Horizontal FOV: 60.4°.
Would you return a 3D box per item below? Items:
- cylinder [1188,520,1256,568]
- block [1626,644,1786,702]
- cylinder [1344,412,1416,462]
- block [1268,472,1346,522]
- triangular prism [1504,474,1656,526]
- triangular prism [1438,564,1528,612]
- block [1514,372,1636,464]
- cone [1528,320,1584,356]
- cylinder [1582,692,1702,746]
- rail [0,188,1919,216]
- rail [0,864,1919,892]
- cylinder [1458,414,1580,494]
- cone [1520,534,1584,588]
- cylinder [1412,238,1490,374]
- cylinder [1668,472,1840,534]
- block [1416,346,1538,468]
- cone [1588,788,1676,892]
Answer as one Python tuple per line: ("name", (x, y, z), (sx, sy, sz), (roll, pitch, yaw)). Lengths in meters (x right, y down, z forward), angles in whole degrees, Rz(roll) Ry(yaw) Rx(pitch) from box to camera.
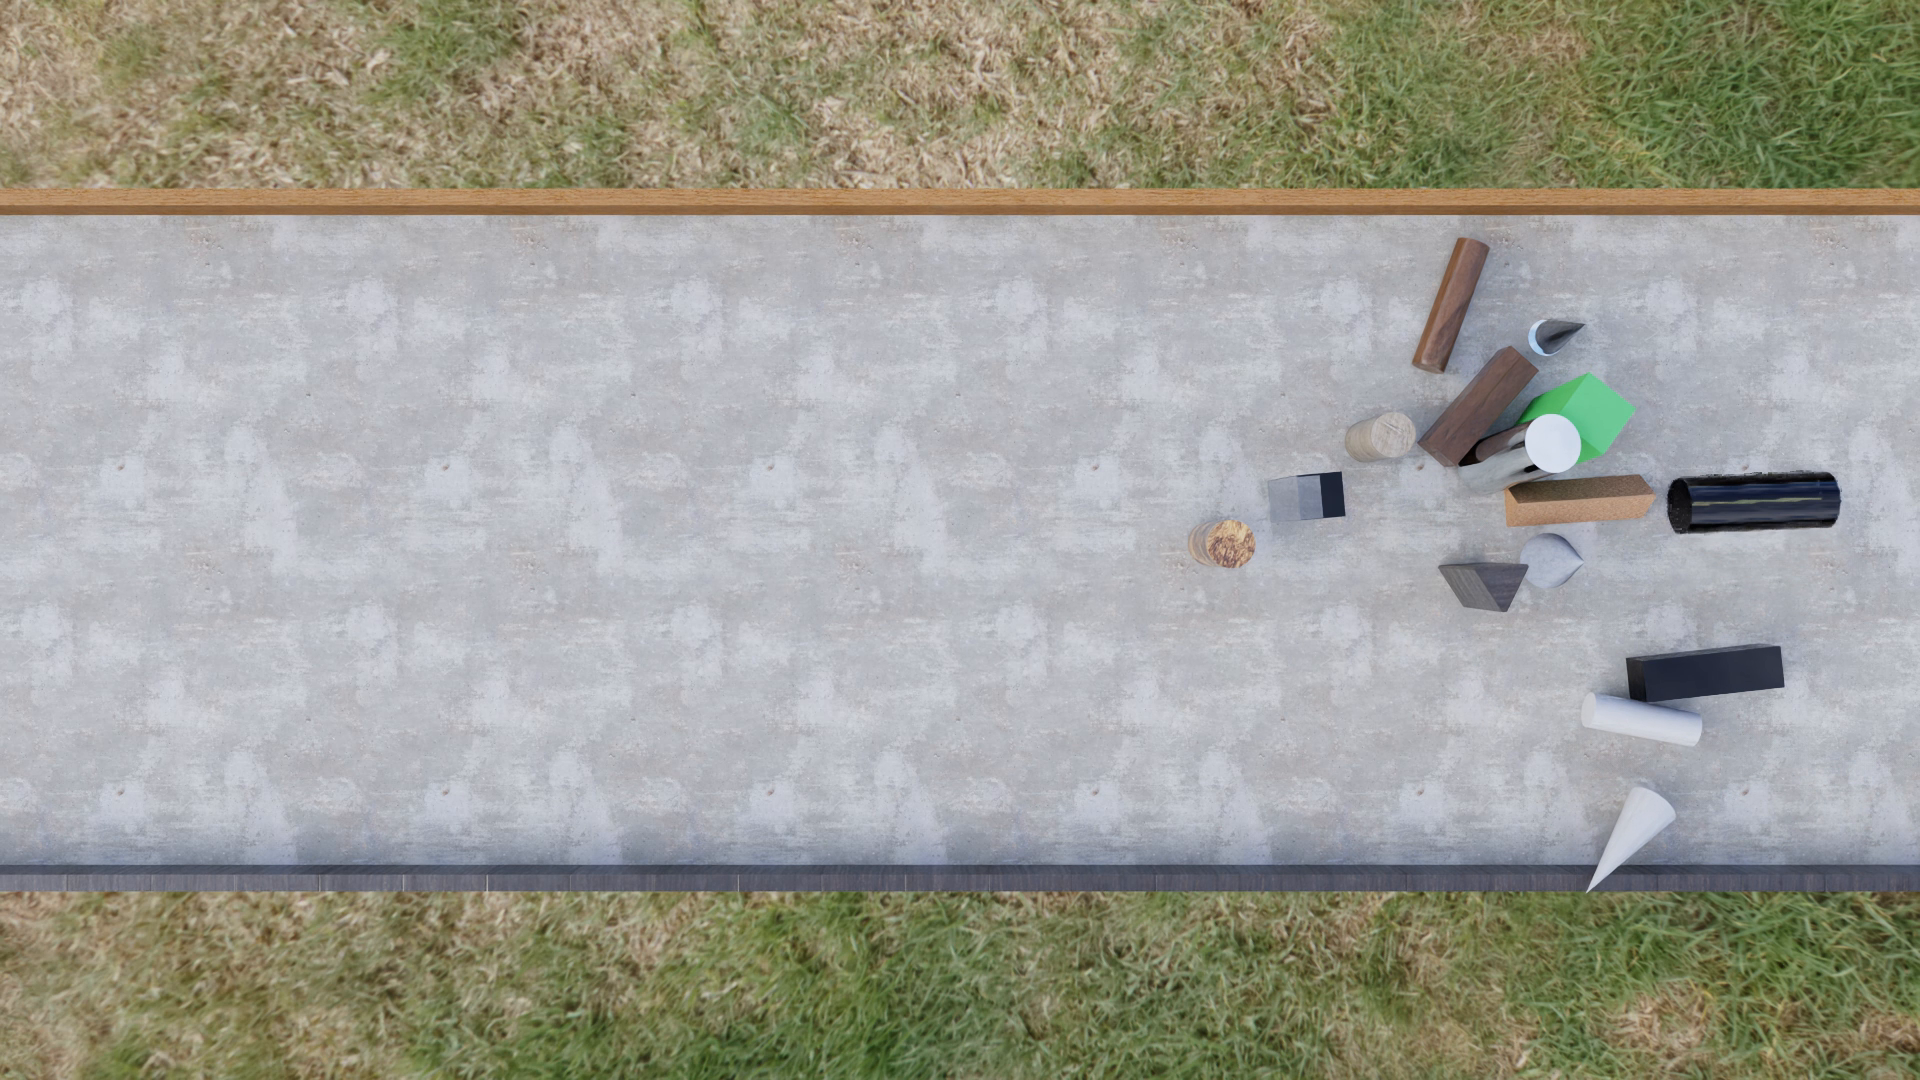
("cylinder", (0.769, 0.012, 4.874), (0.137, 0.405, 0.137), (0, 90, 0))
("block", (2.263, 0.403, 5.014), (0.417, 0.126, 0.126), (-6, 90, 0))
("cylinder", (1.249, -0.303, 4.915), (0.130, 0.324, 0.130), (0, 90, 0))
("block", (1.015, -0.124, 4.855), (0.127, 0.443, 0.127), (-5, 90, 0))
("triangular prism", (1.886, -0.120, 5.016), (0.416, 0.114, 0.132), (-4, 90, 0))
("triangular prism", (1.568, 0.108, 4.891), (0.131, 0.371, 0.151), (-34, 90, 0))
("block", (1.798, -0.339, 4.884), (0.171, 0.363, 0.171), (38, 81, 0))
("cone", (1.806, -0.624, 4.918), (0.113, 0.317, 0.113), (0, 90, 0))
("cylinder", (2.074, 0.546, 5.023), (0.325, 0.108, 0.108), (10, 90, 0))
("rail", (-2.247, -1.025, 5.002), (12.000, 0.150, 0.050), (0, 90, 0))
("rail", (-2.247, 1.025, 5.001), (12.000, 0.150, 0.050), (0, 90, 0))
("cylinder", (1.638, -0.248, 4.851), (0.168, 0.427, 0.168), (1, 83, -9))
("cone", (1.810, 0.064, 4.926), (0.171, 0.301, 0.171), (0, 90, 0))
("cylinder", (1.495, -0.712, 5.025), (0.101, 0.101, 0.404), (20, 90, 0))
("cylinder", (2.398, -0.112, 4.991), (0.443, 0.171, 0.171), (-3, 90, 0))
("block", (1.575, -0.404, 5.019), (0.114, 0.114, 0.381), (41, 90, 0))
("cone", (1.978, 0.925, 4.945), (0.147, 0.147, 0.370), (46, 71, 0))
